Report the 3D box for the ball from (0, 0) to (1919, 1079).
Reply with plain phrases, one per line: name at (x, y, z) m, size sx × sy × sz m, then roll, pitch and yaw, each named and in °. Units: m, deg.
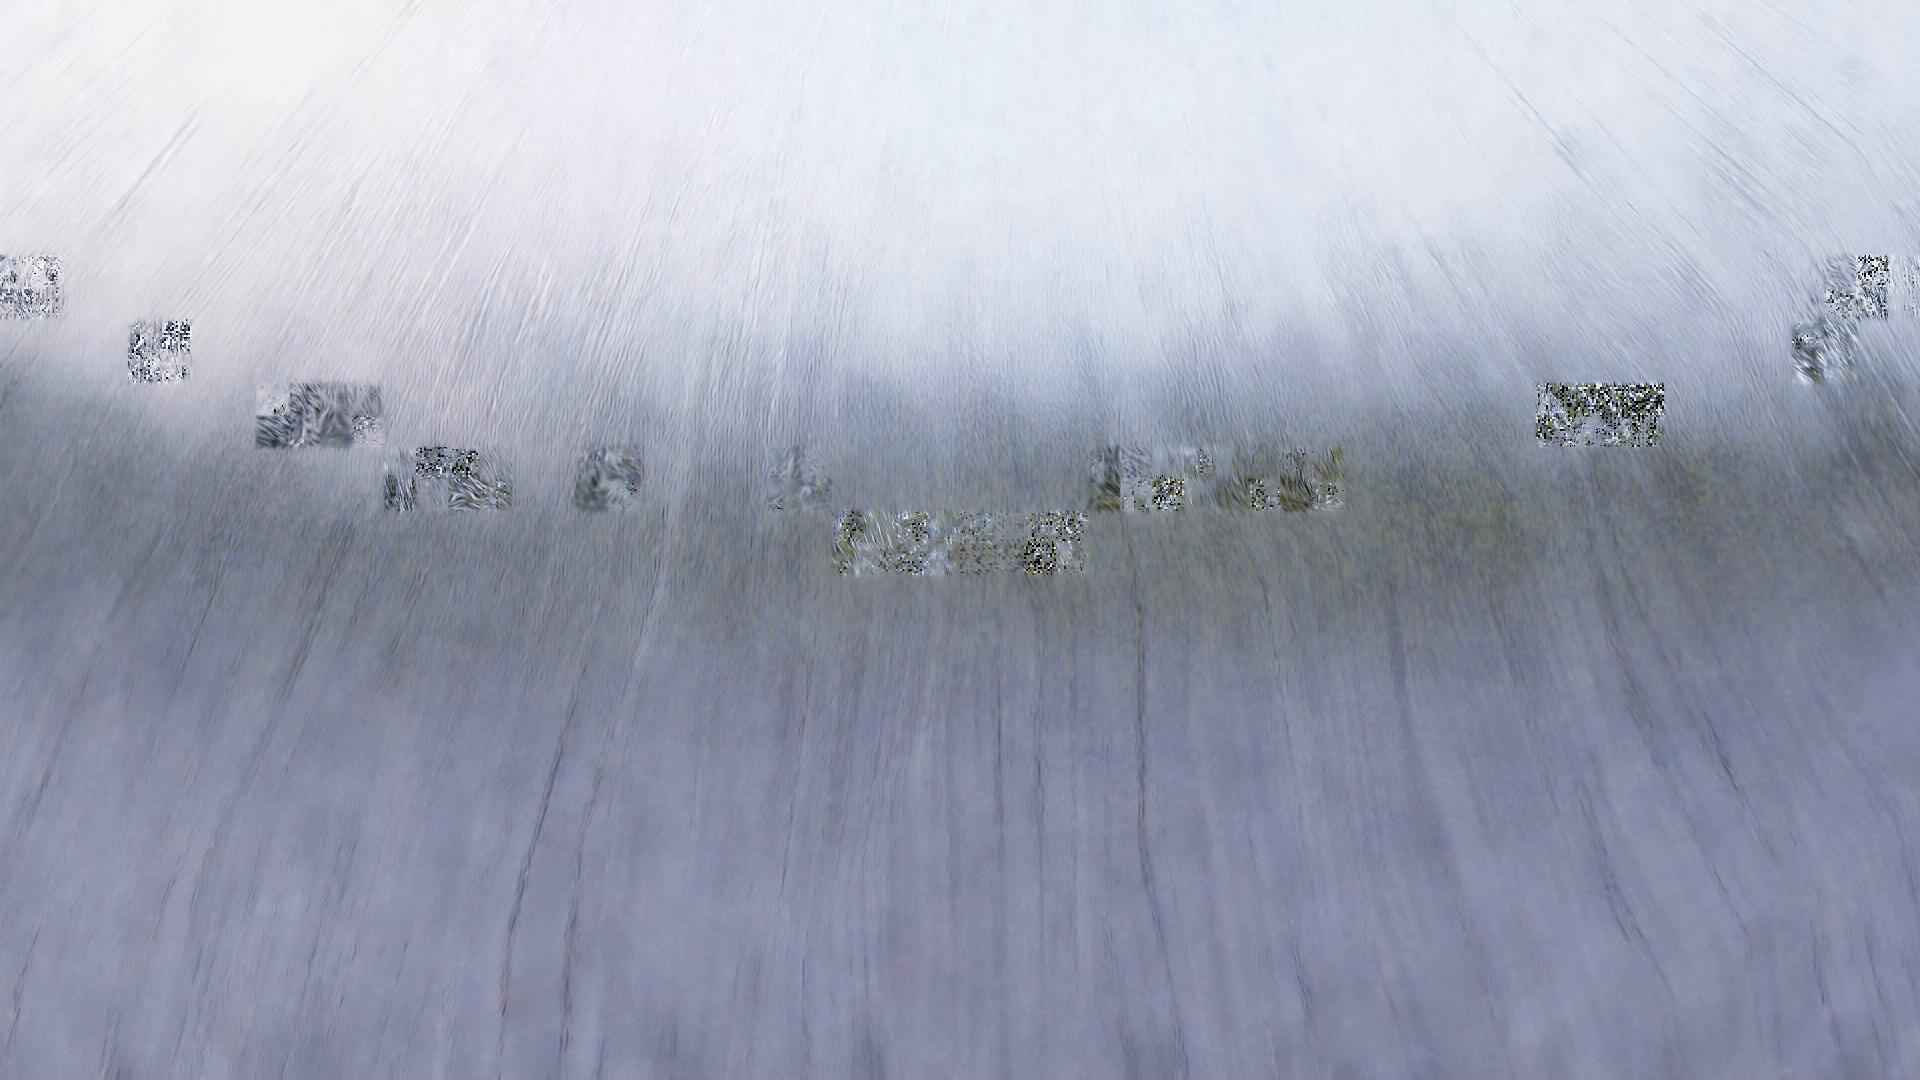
ball at (0.000, -0.002, 0.056) m, size 0.080 × 0.080 × 0.080 m, roll 0°, pitch 4°, yaw 0°
